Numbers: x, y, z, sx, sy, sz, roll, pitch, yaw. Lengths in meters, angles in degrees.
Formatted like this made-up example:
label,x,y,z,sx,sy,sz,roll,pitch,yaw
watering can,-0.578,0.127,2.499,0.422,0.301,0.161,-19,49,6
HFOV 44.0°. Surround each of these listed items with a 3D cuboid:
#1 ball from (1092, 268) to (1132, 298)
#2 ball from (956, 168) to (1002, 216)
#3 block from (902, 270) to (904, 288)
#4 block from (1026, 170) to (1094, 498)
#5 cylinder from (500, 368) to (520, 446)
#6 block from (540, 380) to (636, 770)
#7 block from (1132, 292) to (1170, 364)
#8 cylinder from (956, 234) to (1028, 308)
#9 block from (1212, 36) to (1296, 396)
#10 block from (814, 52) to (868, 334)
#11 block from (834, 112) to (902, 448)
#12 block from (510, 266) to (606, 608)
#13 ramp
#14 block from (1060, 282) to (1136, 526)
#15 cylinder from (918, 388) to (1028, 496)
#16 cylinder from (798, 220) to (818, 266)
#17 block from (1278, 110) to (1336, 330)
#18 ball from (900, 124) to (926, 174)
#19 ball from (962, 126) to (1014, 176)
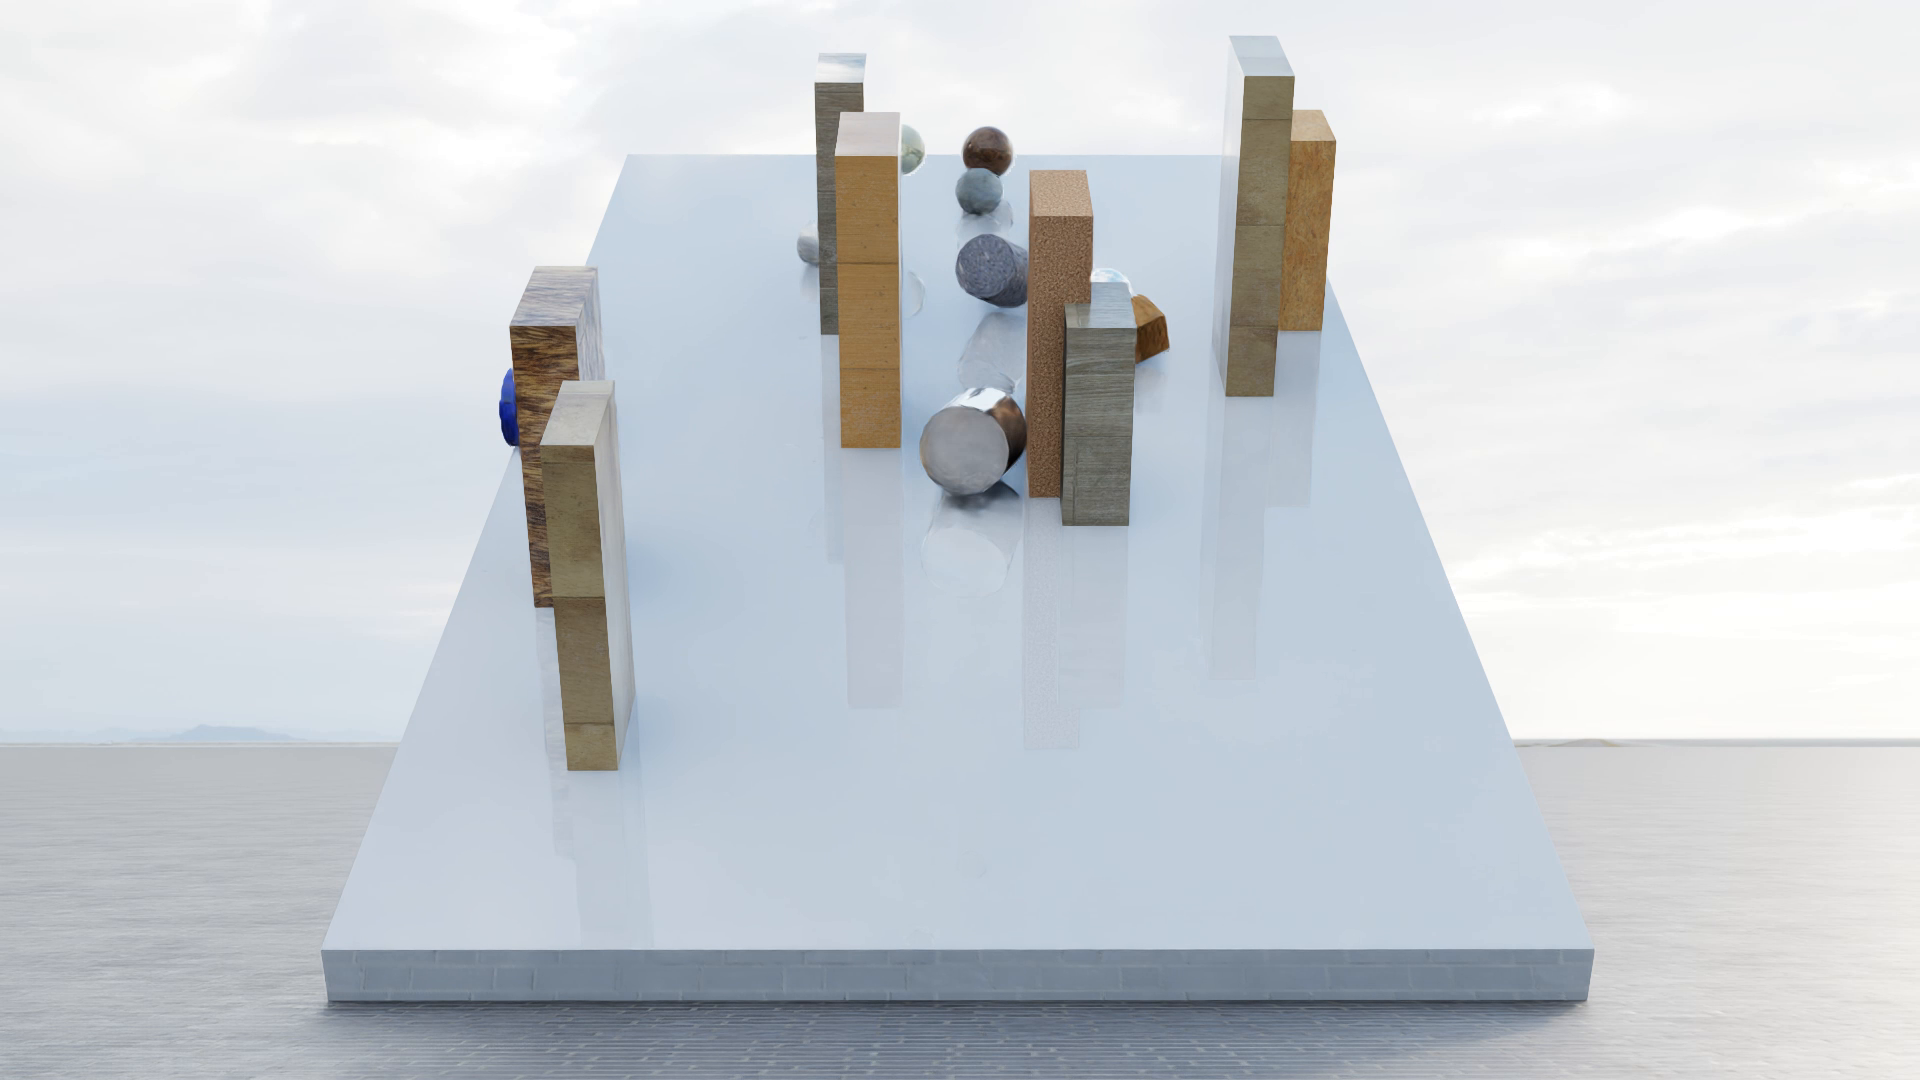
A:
label,x,y,z,sx,sy,sz,roll,pitch,yaw
ball,0.373,-0.625,6.050,0.135,0.135,0.135,0,-5,0
ball,0.054,-0.993,6.765,0.135,0.135,0.135,0,-5,0
block,-0.251,-0.751,6.269,0.154,0.154,0.154,-11,29,-21
block,0.212,-0.446,5.144,0.122,0.642,0.300,0,27,0
cylinder,-0.922,-0.298,5.348,0.180,0.180,0.180,3,-5,6
block,-0.646,0.065,4.155,0.089,0.631,0.266,0,27,0
block,0.433,-0.515,5.807,0.107,0.107,0.107,-28,46,-15
cylinder,0.096,-0.684,6.053,0.163,0.163,0.163,-2,-5,24
block,0.689,-0.765,5.618,0.114,0.779,0.339,0,27,0
block,-0.292,-0.866,5.951,0.119,0.650,0.259,0,27,0
block,-0.202,-0.587,5.365,0.134,0.688,0.315,0,27,0
block,-0.783,-0.206,4.715,0.124,0.601,0.317,0,27,0
ramp,-0.011,-0.226,5.526,2.000,0.100,4.000,0,27,0
block,0.288,-0.290,5.049,0.141,0.451,0.259,0,27,0
cylinder,0.030,-0.216,5.141,0.196,0.196,0.196,-1,14,14
cylinder,-0.355,-0.792,6.390,0.118,0.118,0.118,20,8,34
block,0.847,-0.811,6.018,0.141,0.498,0.261,0,27,0
ball,-0.168,-1.092,6.631,0.142,0.142,0.142,0,-5,0
ball,0.082,-1.139,6.975,0.157,0.157,0.157,0,-5,0
